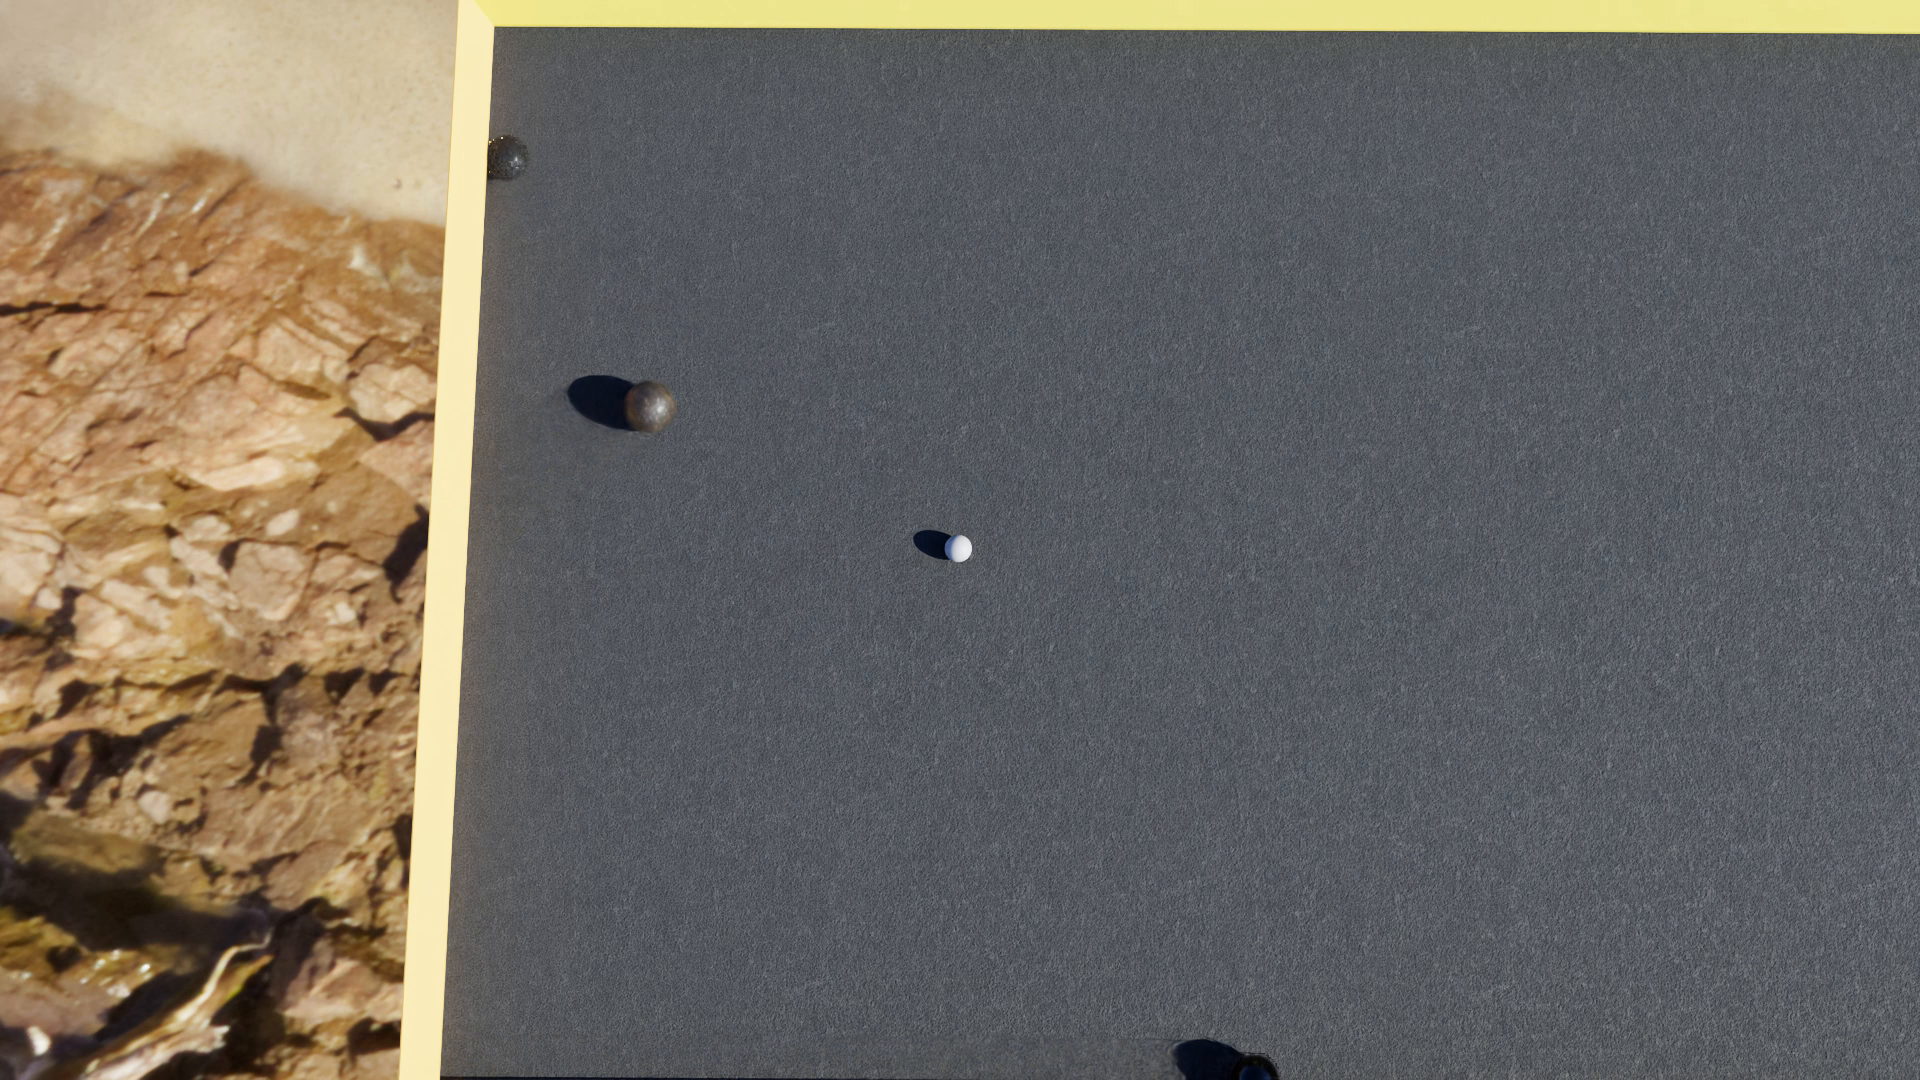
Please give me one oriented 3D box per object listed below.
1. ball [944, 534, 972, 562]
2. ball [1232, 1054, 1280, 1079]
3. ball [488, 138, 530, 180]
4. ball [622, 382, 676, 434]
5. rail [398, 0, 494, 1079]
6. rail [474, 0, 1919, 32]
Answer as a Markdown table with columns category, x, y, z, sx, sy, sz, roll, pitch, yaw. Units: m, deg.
| category | x | y | z | sx | sy | sz | roll | pitch | yaw |
| --- | --- | --- | --- | --- | --- | --- | --- | --- | --- |
| ball | -0.003 | 0.013 | 3.313 | 0.041 | 0.041 | 0.041 | 0 | 78 | 0 |
| ball | 0.422 | 0.771 | 3.144 | 0.068 | 0.068 | 0.068 | 0 | 78 | 0 |
| ball | -0.704 | -0.594 | 3.426 | 0.065 | 0.065 | 0.065 | 0 | 78 | 0 |
| ball | -0.472 | -0.200 | 3.338 | 0.079 | 0.079 | 0.079 | 0 | 78 | 0 |
| rail | -0.758 | -0.008 | 3.285 | 0.045 | 0.103 | 1.724 | 0 | 78 | 0 |
| rail | 0.787 | -0.821 | 3.453 | 3.128 | 0.103 | 0.045 | 0 | 78 | 0 |
